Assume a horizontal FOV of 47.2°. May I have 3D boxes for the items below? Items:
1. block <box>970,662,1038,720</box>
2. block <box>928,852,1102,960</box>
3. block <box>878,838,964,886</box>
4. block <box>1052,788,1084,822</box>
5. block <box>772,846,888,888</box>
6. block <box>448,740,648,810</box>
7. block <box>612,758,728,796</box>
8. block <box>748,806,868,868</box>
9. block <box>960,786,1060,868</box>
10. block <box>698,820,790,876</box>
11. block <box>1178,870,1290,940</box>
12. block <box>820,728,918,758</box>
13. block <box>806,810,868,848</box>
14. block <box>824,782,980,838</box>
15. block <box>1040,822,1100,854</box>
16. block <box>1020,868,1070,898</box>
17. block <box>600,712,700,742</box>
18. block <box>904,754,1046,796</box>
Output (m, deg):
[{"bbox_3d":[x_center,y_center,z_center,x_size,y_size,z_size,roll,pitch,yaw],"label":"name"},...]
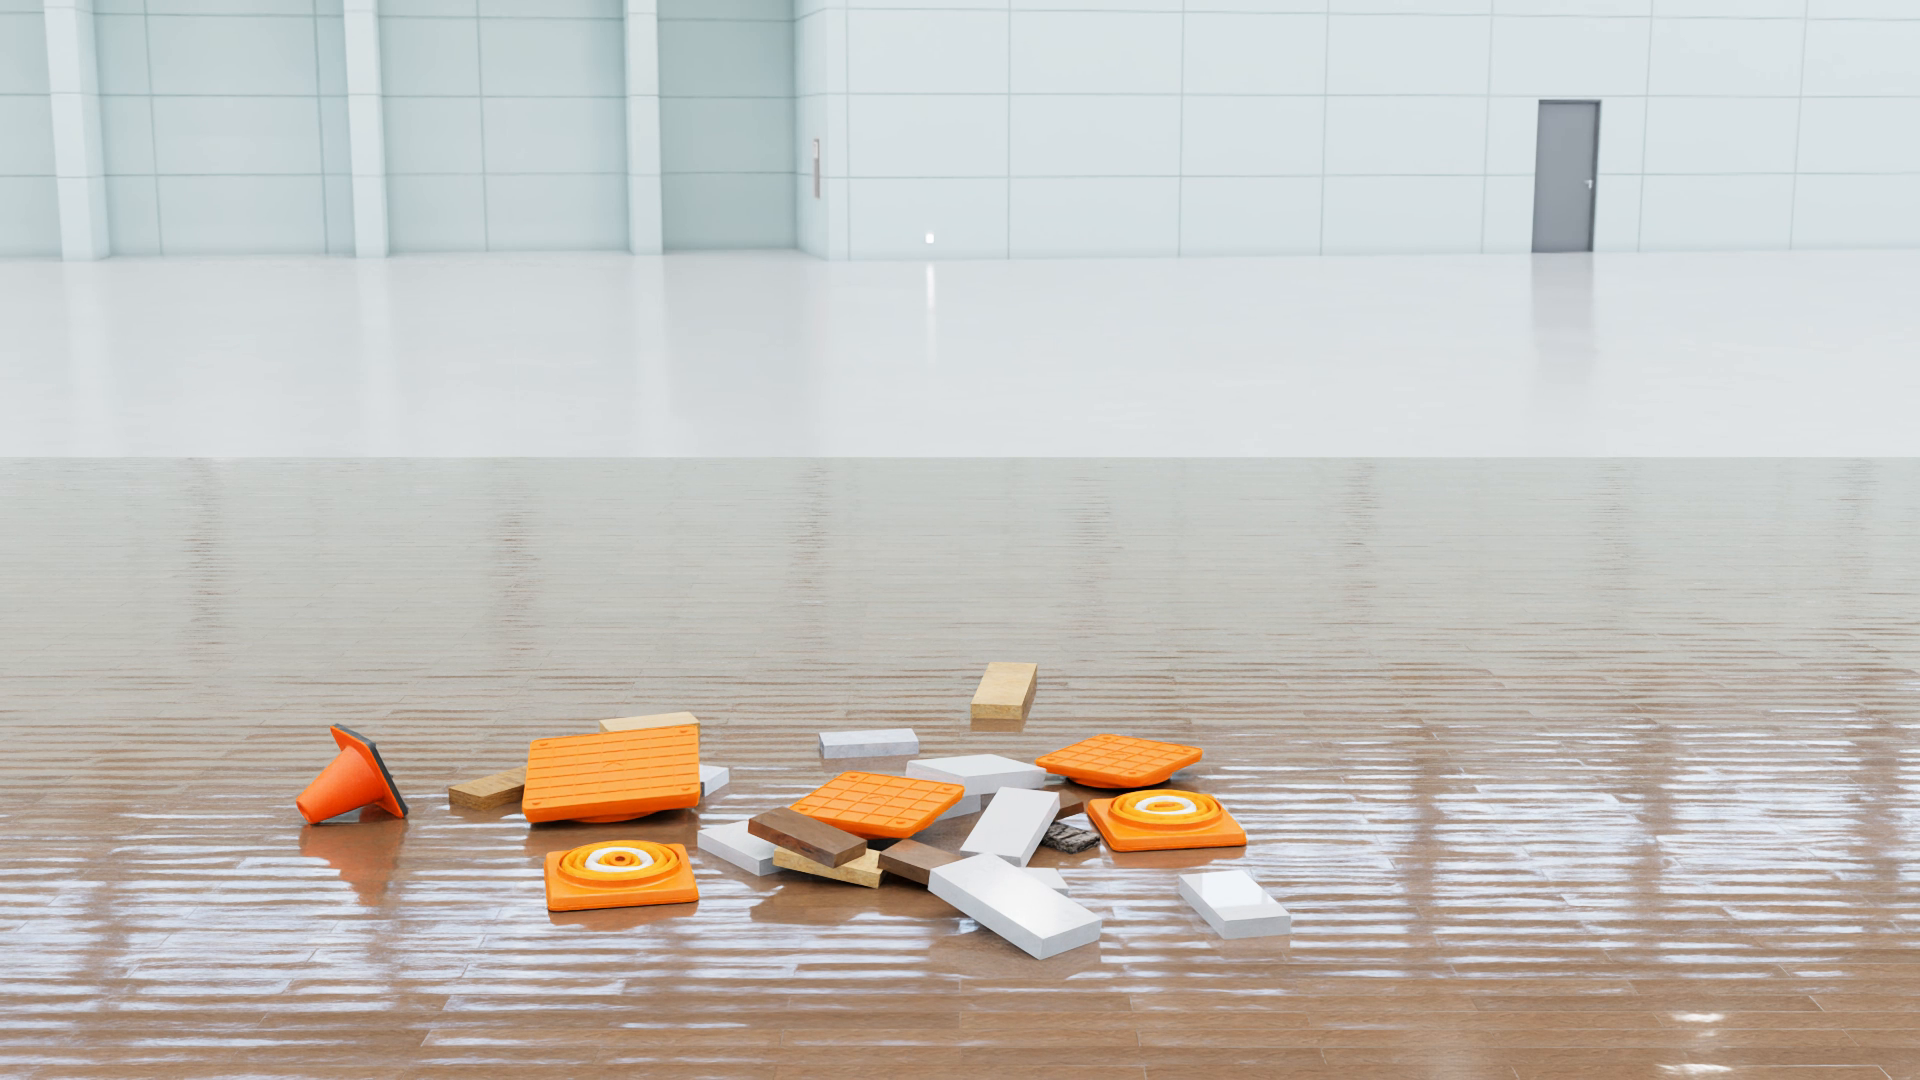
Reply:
[{"bbox_3d":[0.102,0.337,4.948,0.111,0.031,0.385,1,11,7],"label":"block"},{"bbox_3d":[0.086,0.579,3.500,0.131,0.037,0.262,-10,24,-42],"label":"block"},{"bbox_3d":[-0.036,0.555,3.709,0.185,0.026,0.093,15,16,25],"label":"block"},{"bbox_3d":[0.145,0.491,3.984,0.143,0.020,0.072,-15,19,-21],"label":"block"},{"bbox_3d":[-0.216,0.545,3.749,0.185,0.026,0.093,11,15,9],"label":"block"},{"bbox_3d":[-0.800,0.458,4.304,0.097,0.027,0.424,8,13,38],"label":"block"},{"bbox_3d":[-0.564,0.461,4.284,0.202,0.029,0.101,4,11,20],"label":"block"},{"bbox_3d":[-0.261,0.507,3.761,0.185,0.026,0.093,18,17,30],"label":"block"},{"bbox_3d":[0.090,0.509,3.879,0.111,0.031,0.221,4,25,20],"label":"block"},{"bbox_3d":[-0.365,0.540,3.860,0.101,0.029,0.202,-8,13,-37],"label":"block"},{"bbox_3d":[0.444,0.592,3.575,0.111,0.031,0.221,-2,11,-13],"label":"block"},{"bbox_3d":[-0.188,0.418,4.520,0.194,0.027,0.097,-2,11,-10],"label":"block"},{"bbox_3d":[-0.243,0.529,3.917,0.101,0.029,0.202,-4,11,-19],"label":"block"},{"bbox_3d":[-0.106,0.494,4.084,0.262,0.037,0.131,-8,13,-37],"label":"block"},{"bbox_3d":[0.174,0.529,3.939,0.072,0.020,0.143,-10,14,-43],"label":"block"},{"bbox_3d":[0.101,0.569,3.647,0.143,0.020,0.072,4,18,-19],"label":"block"},{"bbox_3d":[-0.654,0.396,4.638,0.194,0.027,0.097,-4,11,-21],"label":"block"},{"bbox_3d":[0.032,0.446,4.183,0.131,0.037,0.280,11,4,34],"label":"block"}]
